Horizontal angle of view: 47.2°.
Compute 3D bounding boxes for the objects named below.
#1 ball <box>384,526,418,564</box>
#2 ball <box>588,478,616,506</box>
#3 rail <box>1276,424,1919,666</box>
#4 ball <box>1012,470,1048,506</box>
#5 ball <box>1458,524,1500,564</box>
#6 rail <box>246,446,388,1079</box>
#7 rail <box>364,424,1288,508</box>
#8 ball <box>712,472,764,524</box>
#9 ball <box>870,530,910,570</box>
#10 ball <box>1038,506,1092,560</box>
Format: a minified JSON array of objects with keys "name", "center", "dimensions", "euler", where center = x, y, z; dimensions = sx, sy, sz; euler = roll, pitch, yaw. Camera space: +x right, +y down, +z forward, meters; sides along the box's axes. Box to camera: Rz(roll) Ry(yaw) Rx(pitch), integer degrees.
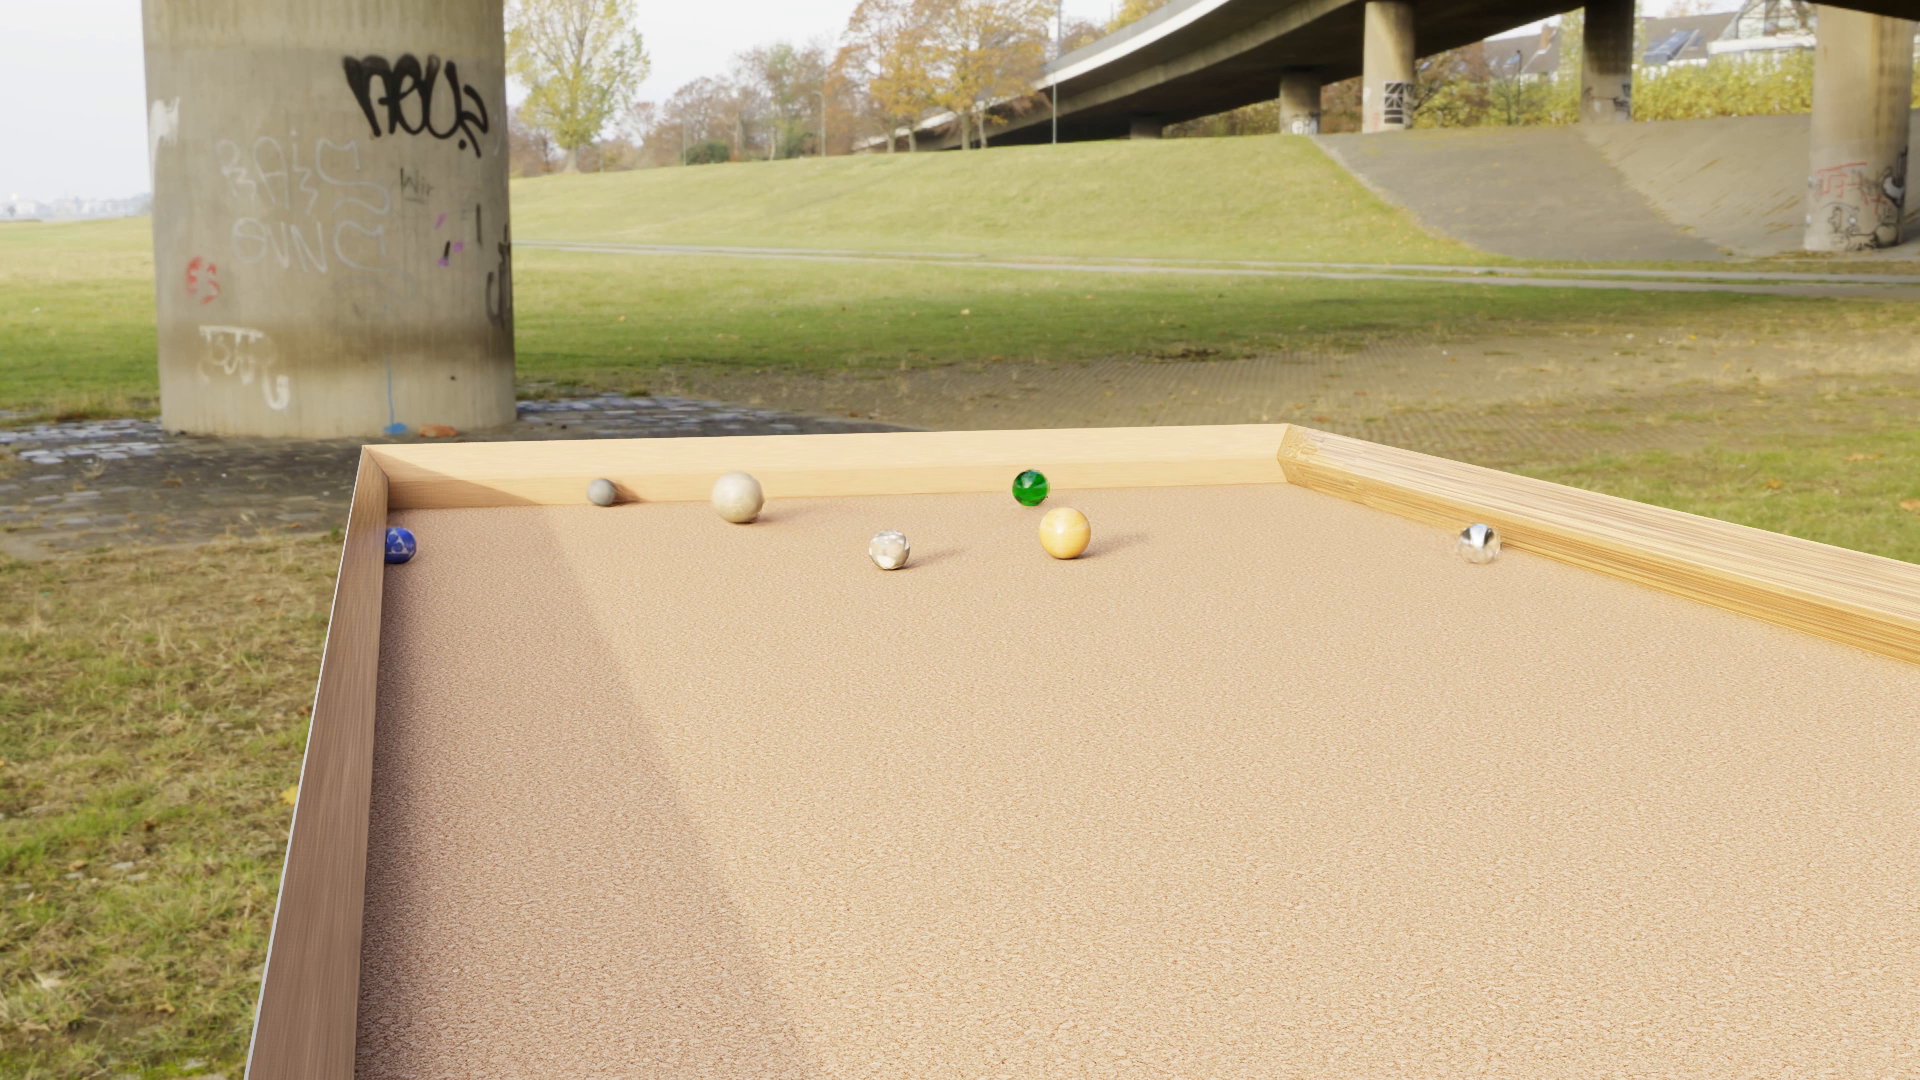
[{"name":"ball","center":[-0.874,0.008,3.421],"dimensions":[0.059,0.059,0.059],"euler":[0,8,0]},{"name":"ball","center":[-0.669,-0.088,4.115],"dimensions":[0.053,0.053,0.053],"euler":[0,8,0]},{"name":"rail","center":[1.080,0.065,2.804],"dimensions":[0.045,0.119,3.530],"euler":[-2,8,-14]},{"name":"ball","center":[0.131,-0.096,4.116],"dimensions":[0.068,0.068,0.068],"euler":[0,8,0]},{"name":"ball","center":[0.806,0.006,3.415],"dimensions":[0.064,0.064,0.064],"euler":[0,8,0]},{"name":"rail","center":[-0.651,0.127,2.375],"dimensions":[0.045,0.119,3.530],"euler":[-2,8,-14]},{"name":"rail","center":[-0.209,-0.144,4.261],"dimensions":[1.832,0.119,0.045],"euler":[-2,8,-14]},{"name":"ball","center":[-0.391,-0.074,3.881],"dimensions":[0.091,0.091,0.091],"euler":[0,8,0]},{"name":"ball","center":[-0.108,0.015,3.363],"dimensions":[0.062,0.062,0.062],"euler":[0,8,0]},{"name":"ball","center":[0.166,-0.011,3.471],"dimensions":[0.083,0.083,0.083],"euler":[0,8,0]}]
